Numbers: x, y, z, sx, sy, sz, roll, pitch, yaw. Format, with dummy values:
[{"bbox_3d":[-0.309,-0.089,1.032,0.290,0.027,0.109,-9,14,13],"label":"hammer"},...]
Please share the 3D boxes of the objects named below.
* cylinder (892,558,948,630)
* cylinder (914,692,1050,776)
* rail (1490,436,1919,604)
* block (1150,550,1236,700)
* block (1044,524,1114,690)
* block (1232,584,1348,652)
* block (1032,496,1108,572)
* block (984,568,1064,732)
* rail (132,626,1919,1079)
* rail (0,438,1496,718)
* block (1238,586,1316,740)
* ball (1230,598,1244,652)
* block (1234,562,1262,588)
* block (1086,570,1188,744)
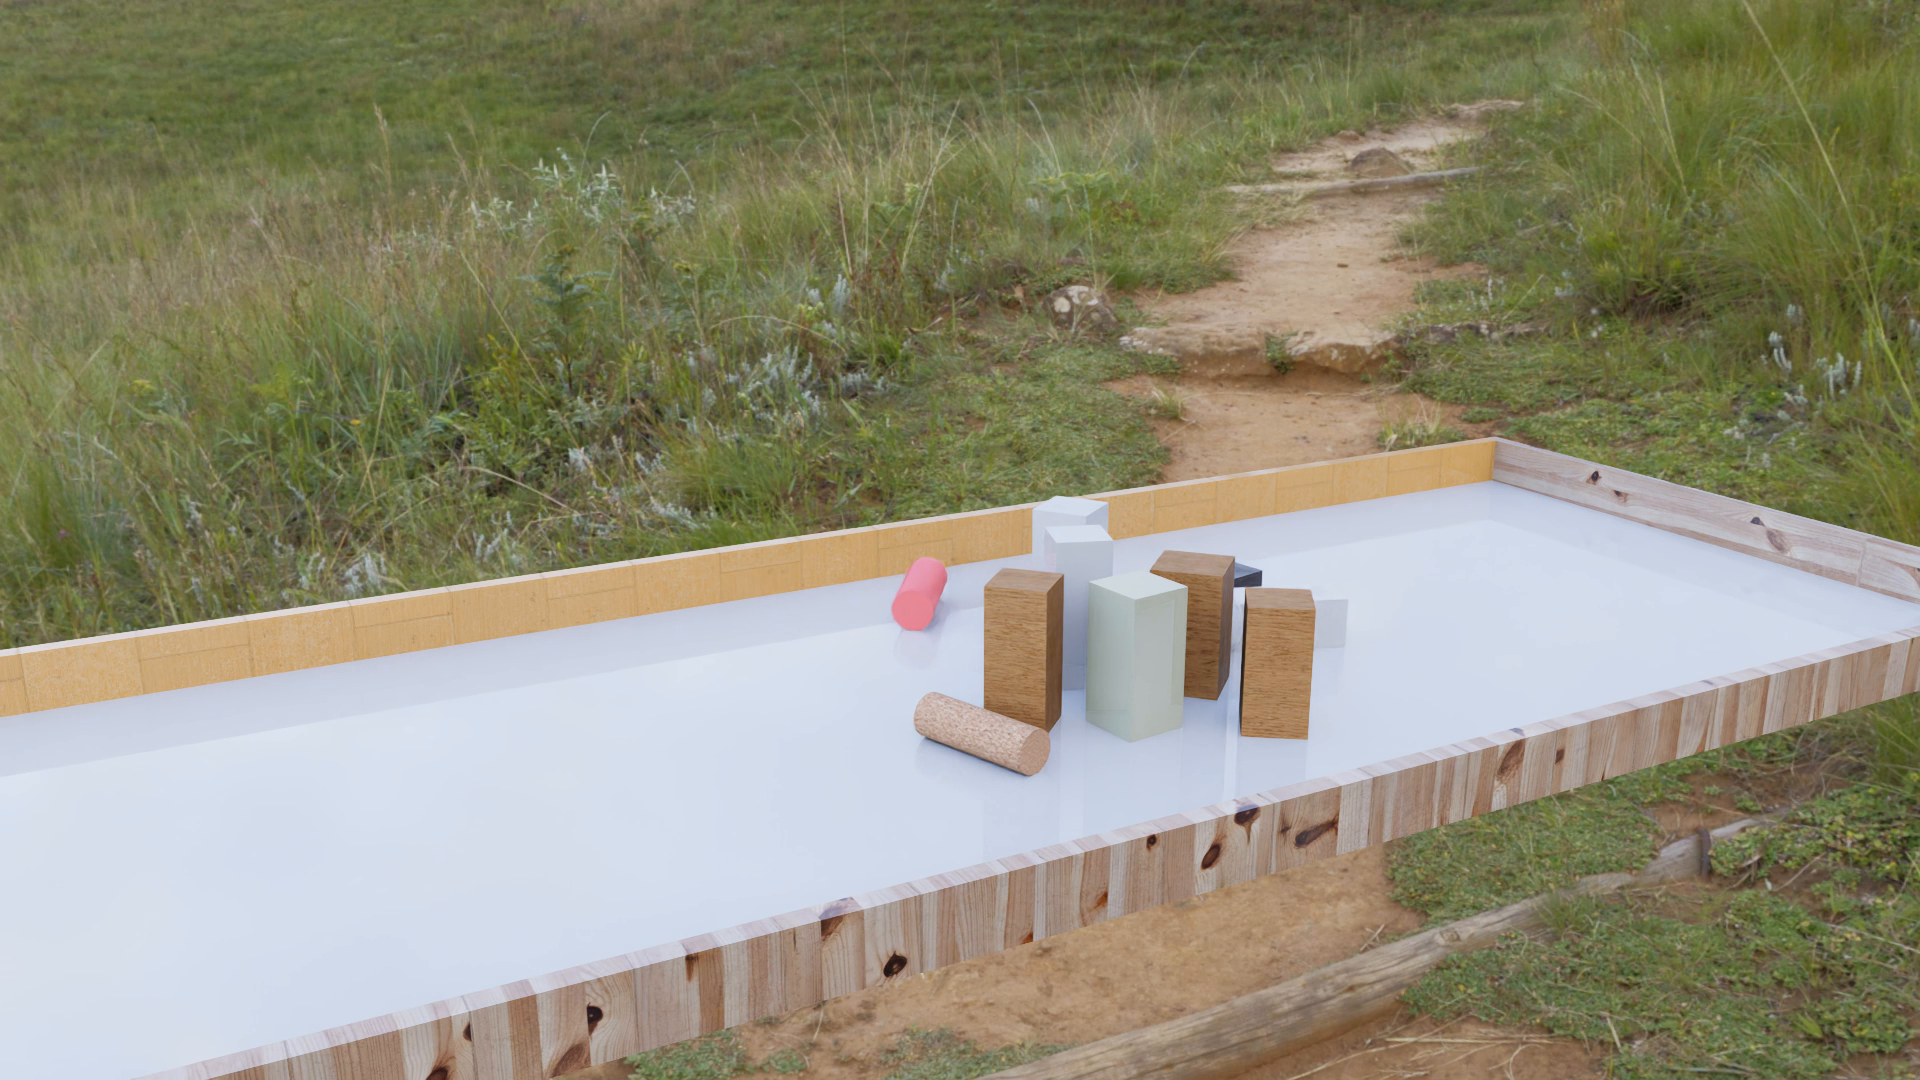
[{"bbox_3d":[-0.111,0.149,4.644,0.115,0.115,0.313,2,16,6],"label":"cylinder"},{"bbox_3d":[0.047,0.431,3.700,0.321,0.105,0.105,15,22,41],"label":"cylinder"},{"bbox_3d":[2.466,-0.048,5.253,0.050,0.150,2.100,-9,18,-27],"label":"rail"},{"bbox_3d":[0.571,0.208,4.084,0.178,0.317,0.178,5,17,18],"label":"block"},{"bbox_3d":[0.291,0.168,4.105,0.141,0.383,0.141,-3,17,-8],"label":"block"},{"bbox_3d":[0.864,0.207,4.412,0.306,0.134,0.134,-2,17,-8],"label":"block"},{"bbox_3d":[0.305,0.059,4.582,0.158,0.320,0.158,8,19,26],"label":"block"},{"bbox_3d":[0.148,0.261,3.838,0.148,0.354,0.148,5,17,18],"label":"block"},{"bbox_3d":[-2.336,1.006,1.665,12.000,0.150,0.050,-9,18,-27],"label":"rail"},{"bbox_3d":[-3.305,0.497,3.399,12.000,0.150,0.050,-9,18,-27],"label":"rail"},{"bbox_3d":[0.734,0.285,3.828,0.151,0.315,0.151,2,17,7],"label":"block"},{"bbox_3d":[0.635,0.214,4.271,0.200,0.200,0.200,0,16,0],"label":"ball"},{"bbox_3d":[0.658,0.167,4.580,0.415,0.117,0.117,-14,21,-39],"label":"block"},{"bbox_3d":[0.409,0.267,3.832,0.161,0.346,0.161,-11,20,-34],"label":"block"}]
